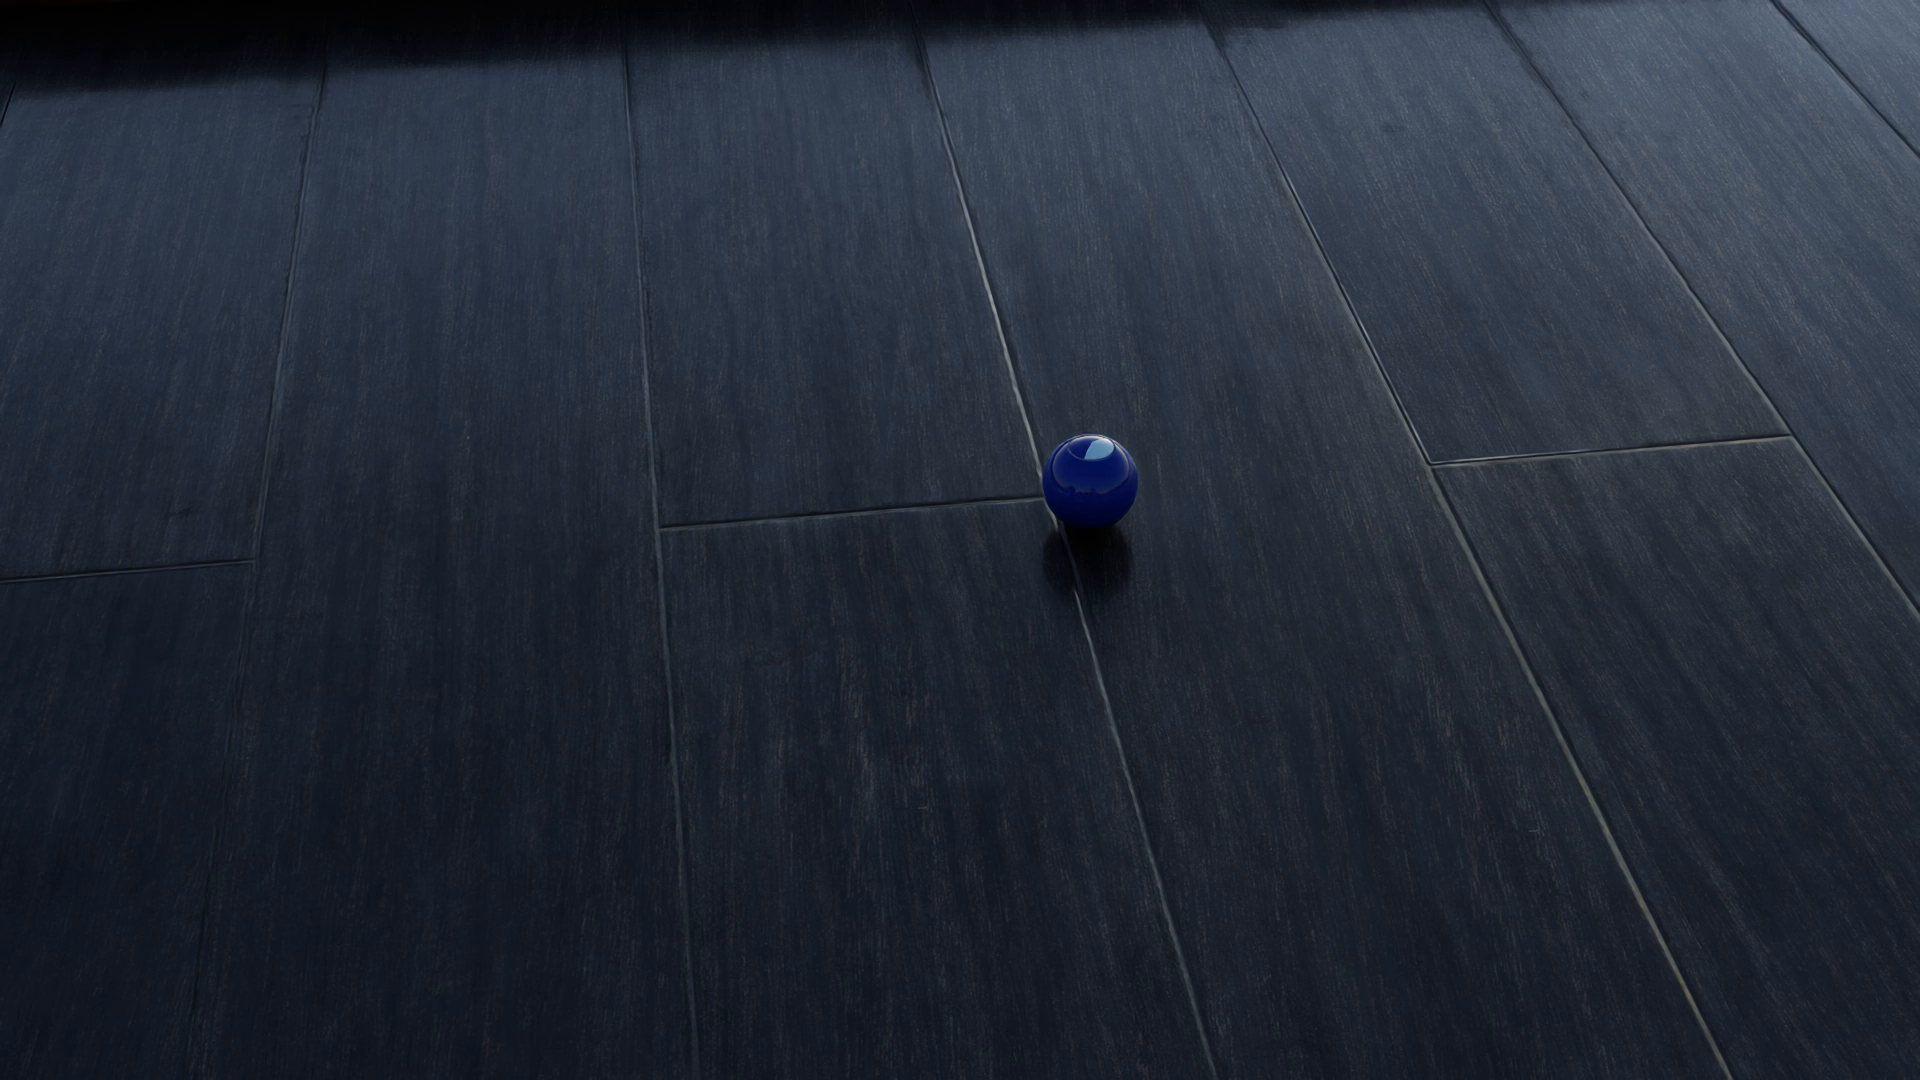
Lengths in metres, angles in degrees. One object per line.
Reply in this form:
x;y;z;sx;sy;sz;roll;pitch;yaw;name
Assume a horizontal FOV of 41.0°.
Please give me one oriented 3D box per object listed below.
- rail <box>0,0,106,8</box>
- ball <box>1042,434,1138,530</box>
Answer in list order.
0.724;-0.612;2.364;3.425;0.082;0.045;-5;37;-6;rail
0.082;-0.036;1.608;0.061;0.061;0.061;0;37;0;ball
